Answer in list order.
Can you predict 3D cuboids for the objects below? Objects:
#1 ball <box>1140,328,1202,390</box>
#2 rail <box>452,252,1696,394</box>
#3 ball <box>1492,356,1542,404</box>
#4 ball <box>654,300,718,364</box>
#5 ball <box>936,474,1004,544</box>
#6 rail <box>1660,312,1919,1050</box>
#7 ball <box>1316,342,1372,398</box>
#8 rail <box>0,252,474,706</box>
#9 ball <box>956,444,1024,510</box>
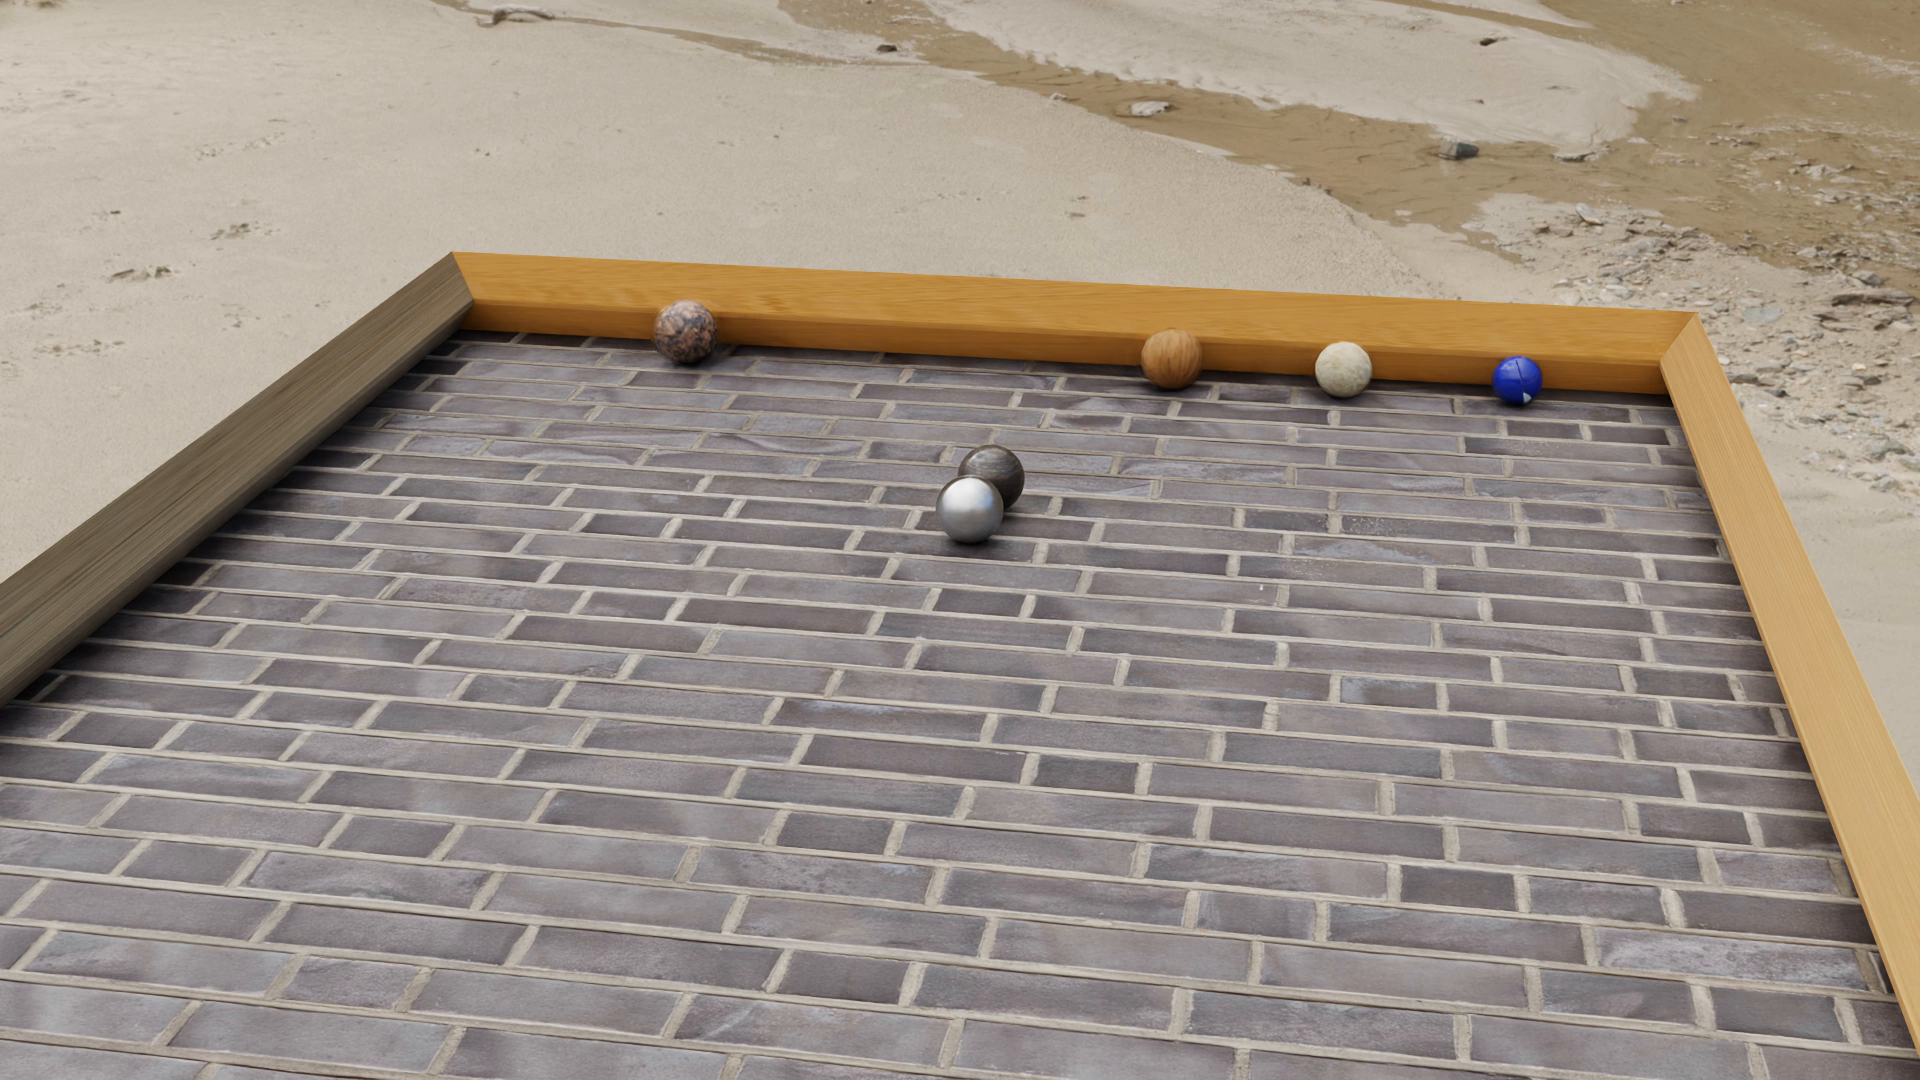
[{"bbox_3d":[0.271,-0.232,2.818,0.079,0.079,0.079,0,24,0],"label":"ball"},{"bbox_3d":[0.111,-0.282,2.892,1.650,0.110,0.045,4,24,9],"label":"rail"},{"bbox_3d":[0.701,-0.201,2.769,0.062,0.062,0.062,0,24,0],"label":"ball"},{"bbox_3d":[-0.364,-0.276,2.912,0.084,0.084,0.084,0,24,0],"label":"ball"},{"bbox_3d":[0.010,-0.033,2.370,0.074,0.074,0.074,0,24,0],"label":"ball"},{"bbox_3d":[0.675,0.309,1.538,0.045,0.110,2.774,4,24,9],"label":"rail"},{"bbox_3d":[0.487,-0.216,2.792,0.071,0.071,0.071,0,24,0],"label":"ball"},{"bbox_3d":[-0.905,0.203,1.781,0.045,0.110,2.774,4,24,9],"label":"rail"},{"bbox_3d":[0.034,-0.068,2.448,0.076,0.076,0.076,0,24,0],"label":"ball"}]
